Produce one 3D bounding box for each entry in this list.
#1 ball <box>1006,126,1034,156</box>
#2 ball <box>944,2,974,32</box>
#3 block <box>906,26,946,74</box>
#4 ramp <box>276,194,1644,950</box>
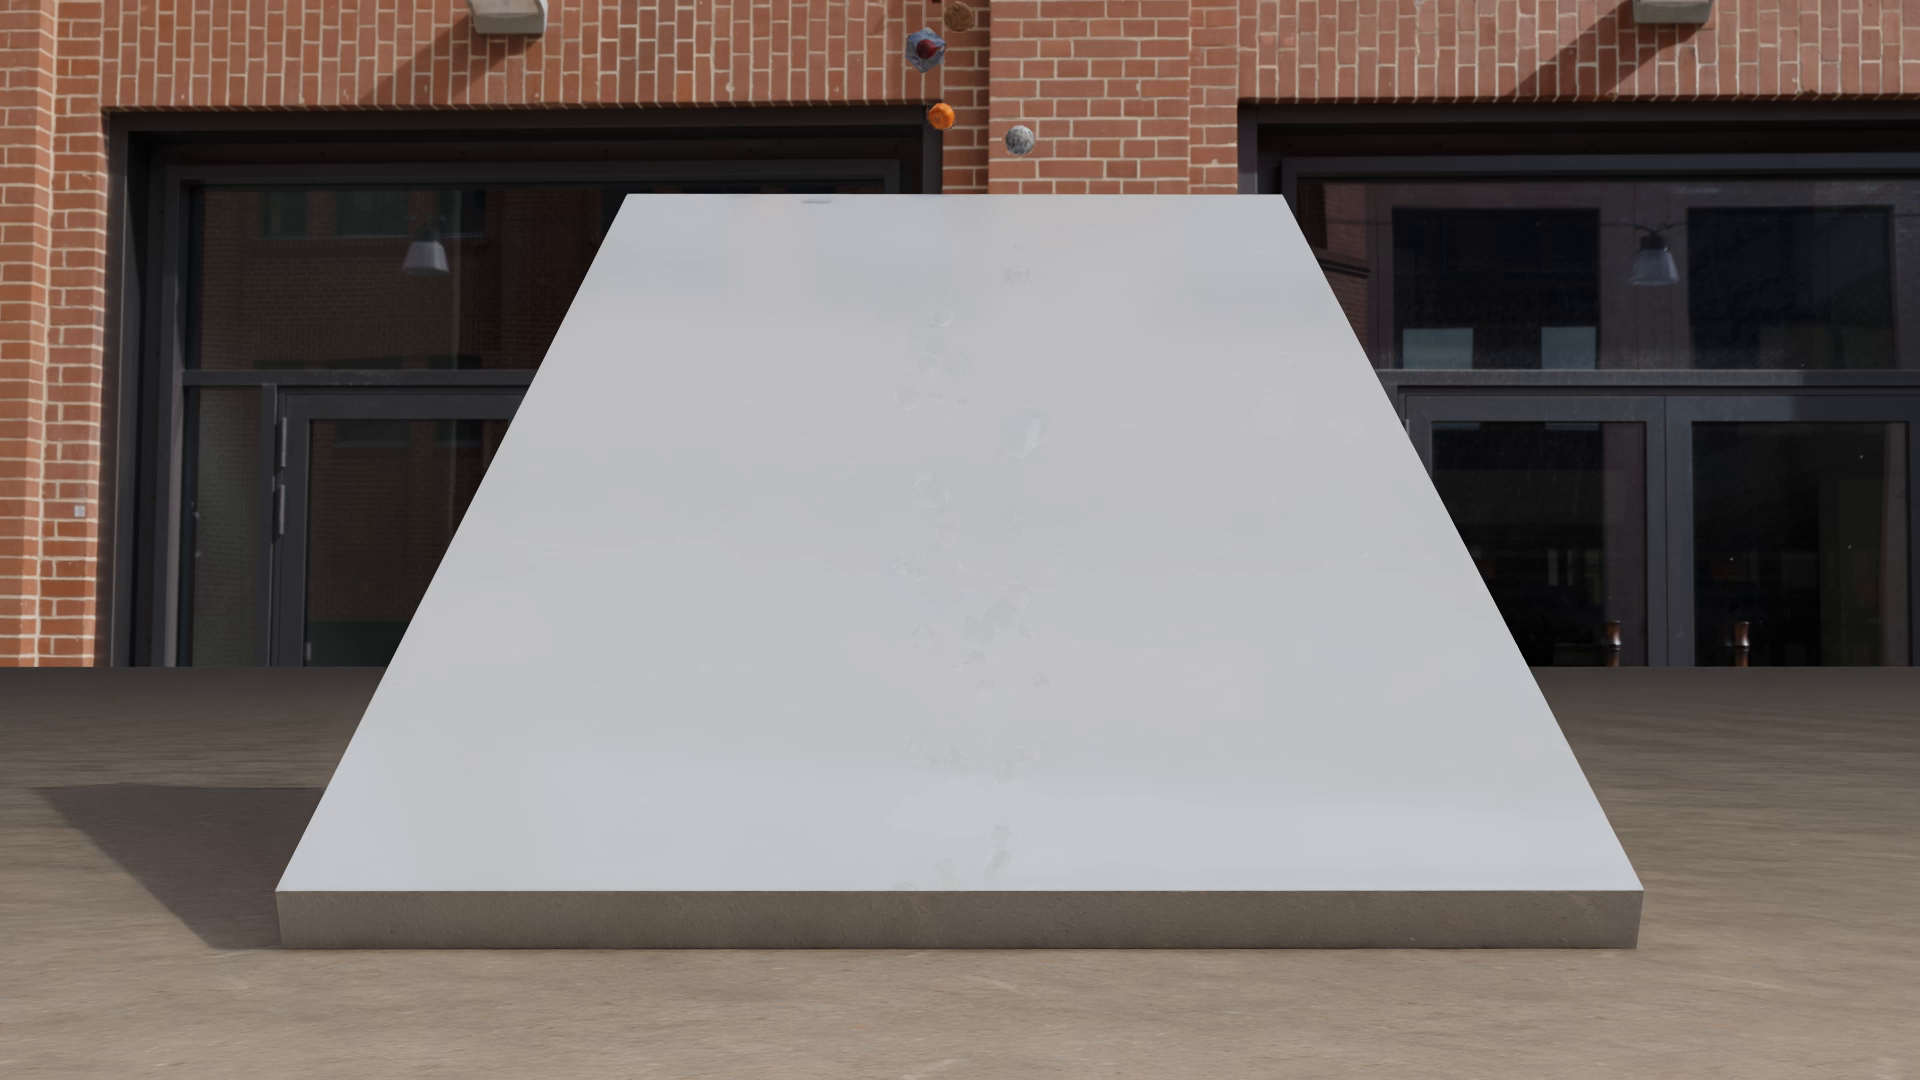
[{"bbox_3d":[0.179,-1.196,6.923,0.088,0.088,0.088,0,-3,0],"label":"ball"},{"bbox_3d":[-0.005,-1.573,6.950,0.088,0.088,0.088,0,-3,0],"label":"ball"},{"bbox_3d":[-0.104,-1.470,6.938,0.082,0.082,0.082,-33,-24,-26],"label":"block"},{"bbox_3d":[-0.007,-0.226,5.237,2.000,0.100,4.000,0,23,0],"label":"ramp"}]
